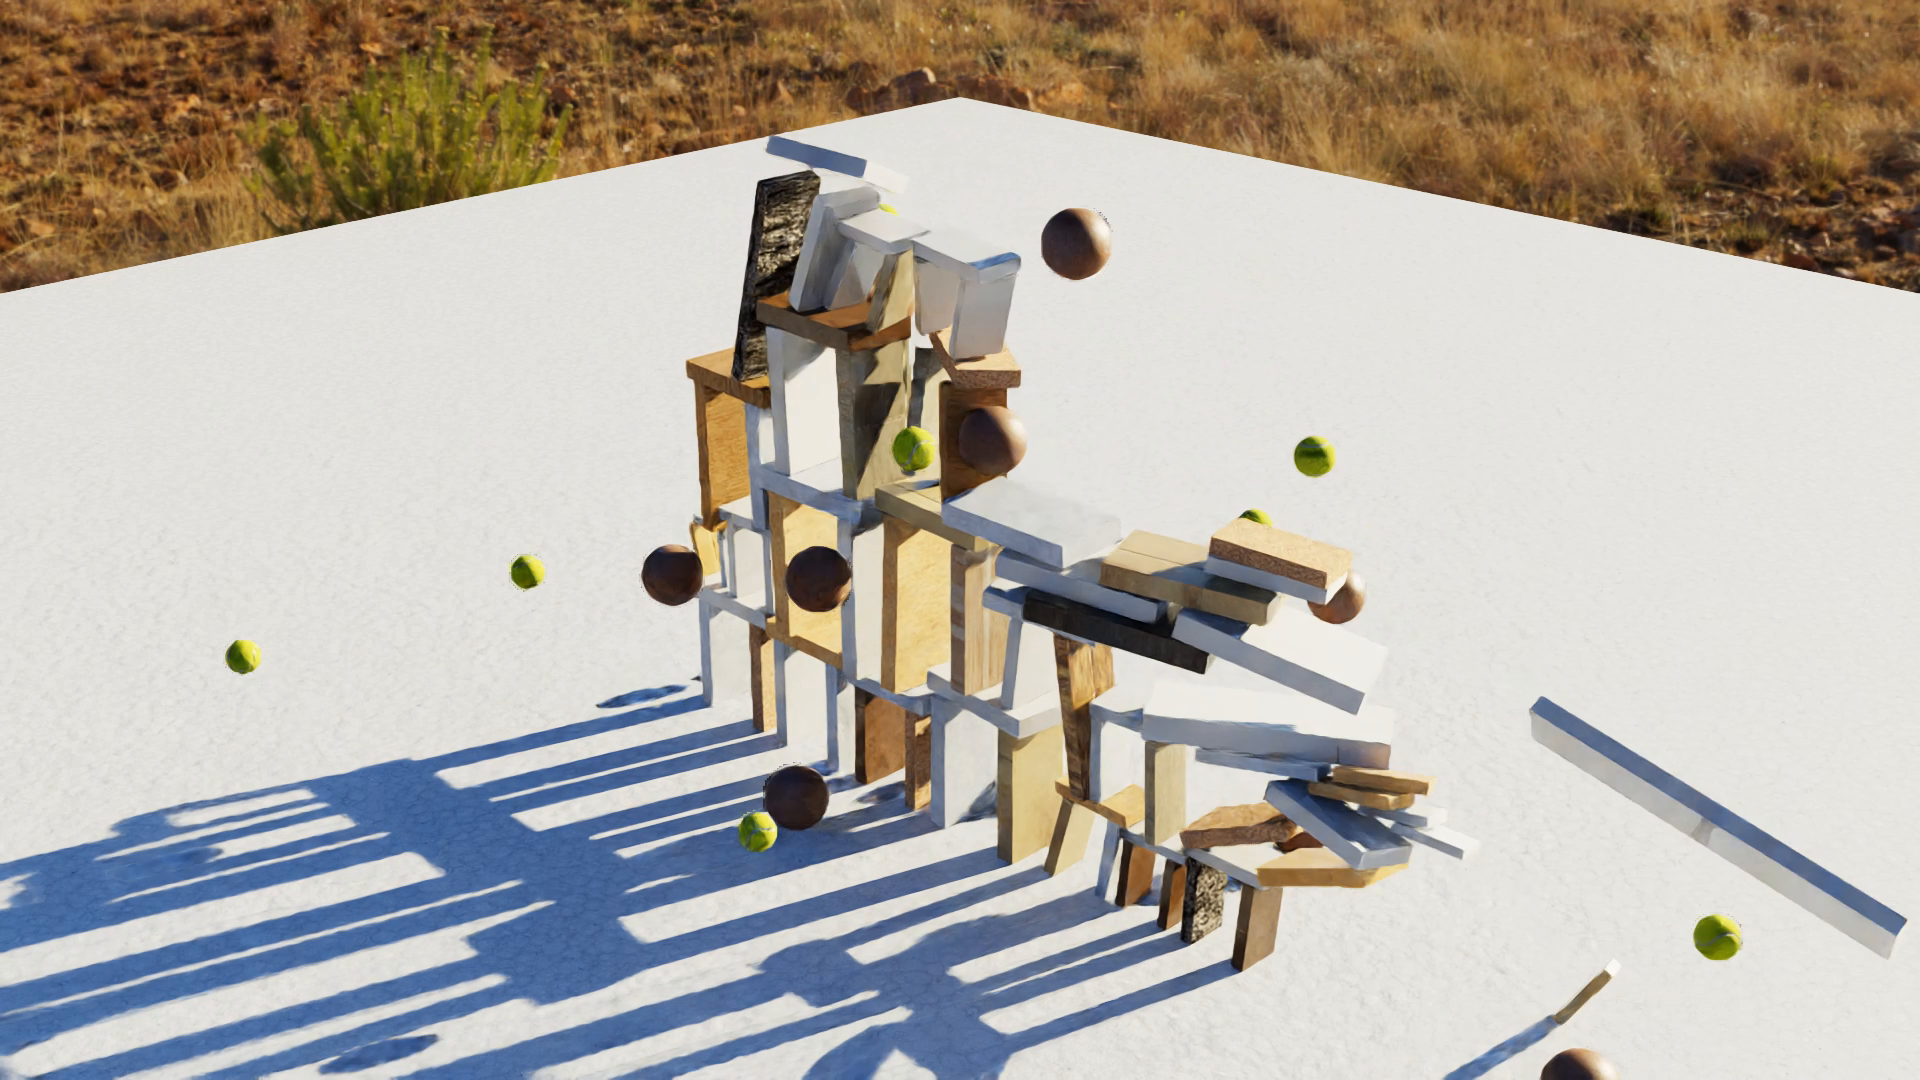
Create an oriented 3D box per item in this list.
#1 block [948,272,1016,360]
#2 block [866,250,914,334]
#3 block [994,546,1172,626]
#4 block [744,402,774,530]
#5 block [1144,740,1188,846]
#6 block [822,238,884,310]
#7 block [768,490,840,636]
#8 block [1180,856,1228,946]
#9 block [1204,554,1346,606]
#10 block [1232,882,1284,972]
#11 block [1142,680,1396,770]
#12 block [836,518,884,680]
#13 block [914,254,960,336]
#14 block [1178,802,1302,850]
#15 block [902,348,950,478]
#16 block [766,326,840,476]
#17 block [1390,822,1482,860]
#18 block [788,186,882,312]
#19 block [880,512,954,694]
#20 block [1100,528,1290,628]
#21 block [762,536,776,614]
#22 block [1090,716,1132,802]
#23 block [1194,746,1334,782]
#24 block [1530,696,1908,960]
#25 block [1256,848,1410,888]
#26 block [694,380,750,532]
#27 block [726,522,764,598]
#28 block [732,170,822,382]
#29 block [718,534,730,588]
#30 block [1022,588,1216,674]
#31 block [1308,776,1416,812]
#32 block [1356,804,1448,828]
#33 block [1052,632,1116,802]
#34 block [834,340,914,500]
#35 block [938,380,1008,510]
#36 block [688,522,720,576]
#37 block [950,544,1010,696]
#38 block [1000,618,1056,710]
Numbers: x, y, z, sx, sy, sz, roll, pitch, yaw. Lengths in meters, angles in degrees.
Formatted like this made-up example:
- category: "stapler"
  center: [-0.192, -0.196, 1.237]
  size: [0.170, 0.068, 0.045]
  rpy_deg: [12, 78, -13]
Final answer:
- category: "block"
  center: [0.040, -0.418, 4.039]
  size: [0.097, 0.194, 0.028]
  rpy_deg: [-10, 50, -18]
- category: "block"
  center: [-0.120, -0.480, 4.131]
  size: [0.026, 0.182, 0.091]
  rpy_deg: [38, 44, 20]
- category: "block"
  center: [0.234, 0.057, 3.930]
  size: [0.307, 0.043, 0.153]
  rpy_deg: [17, 30, 19]
- category: "block"
  center: [-0.374, -0.169, 4.552]
  size: [0.038, 0.270, 0.135]
  rpy_deg: [19, 30, 41]
- category: "block"
  center: [0.373, 0.441, 3.989]
  size: [0.026, 0.215, 0.090]
  rpy_deg: [20, 31, 41]
- category: "block"
  center: [-0.197, -0.523, 4.239]
  size: [0.091, 0.182, 0.026]
  rpy_deg: [-19, 61, -37]
- category: "block"
  center: [-0.316, 0.029, 4.571]
  size: [0.157, 0.314, 0.044]
  rpy_deg: [-21, 29, -40]
- category: "block"
  center: [0.448, 0.641, 4.015]
  size: [0.026, 0.182, 0.091]
  rpy_deg: [24, 33, 38]
- category: "block"
  center: [0.542, 0.050, 3.773]
  size: [0.218, 0.031, 0.109]
  rpy_deg: [16, 27, 23]
- category: "block"
  center: [0.534, 0.676, 3.933]
  size: [0.091, 0.182, 0.026]
  rpy_deg: [-21, 36, -40]
- category: "block"
  center: [0.542, 0.322, 3.849]
  size: [0.424, 0.048, 0.171]
  rpy_deg: [6, 18, 12]
- category: "block"
  center: [-0.170, 0.098, 4.437]
  size: [0.157, 0.342, 0.044]
  rpy_deg: [-22, 30, -40]
- category: "block"
  center: [-0.036, -0.473, 4.145]
  size: [0.097, 0.194, 0.028]
  rpy_deg: [-20, 56, -14]
- category: "block"
  center: [0.513, 0.500, 3.876]
  size: [0.119, 0.034, 0.238]
  rpy_deg: [-23, 6, -42]
- category: "block"
  center: [-0.046, -0.245, 4.279]
  size: [0.035, 0.248, 0.124]
  rpy_deg: [9, 4, 40]
- category: "block"
  center: [-0.311, -0.298, 4.433]
  size: [0.043, 0.304, 0.152]
  rpy_deg: [16, 28, 39]
- category: "block"
  center: [0.787, 0.491, 3.641]
  size: [0.132, 0.019, 0.066]
  rpy_deg: [20, 17, 34]
- category: "block"
  center: [-0.242, -0.559, 4.227]
  size: [0.128, 0.256, 0.036]
  rpy_deg: [-16, 54, -33]
- category: "block"
  center: [-0.085, 0.110, 4.372]
  size: [0.151, 0.371, 0.043]
  rpy_deg: [-18, 28, -42]
- category: "block"
  center: [0.416, 0.064, 3.839]
  size: [0.307, 0.043, 0.153]
  rpy_deg: [14, 29, 23]
- category: "block"
  center: [-0.374, 0.060, 4.650]
  size: [0.025, 0.176, 0.088]
  rpy_deg: [18, 30, 38]
- category: "block"
  center: [0.279, 0.386, 4.065]
  size: [0.026, 0.181, 0.090]
  rpy_deg: [19, 29, 39]
- category: "block"
  center: [0.526, 0.382, 3.806]
  size: [0.224, 0.023, 0.080]
  rpy_deg: [6, 10, 30]
- category: "block"
  center: [1.129, 0.427, 3.313]
  size: [0.611, 0.109, 0.031]
  rpy_deg: [34, 74, 29]
- category: "block"
  center: [0.635, 0.559, 3.762]
  size: [0.119, 0.034, 0.238]
  rpy_deg: [-15, 3, -40]
- category: "block"
  center: [-0.492, -0.193, 4.693]
  size: [0.135, 0.336, 0.038]
  rpy_deg: [-20, 30, -37]
- category: "block"
  center: [-0.455, 0.029, 4.724]
  size: [0.088, 0.176, 0.025]
  rpy_deg: [-20, 29, -38]
- category: "block"
  center: [-0.368, -0.523, 4.385]
  size: [0.128, 0.443, 0.036]
  rpy_deg: [-19, 46, -36]
- category: "block"
  center: [-0.494, 0.037, 4.779]
  size: [0.059, 0.119, 0.017]
  rpy_deg: [-21, 27, -40]
- category: "block"
  center: [0.302, 0.131, 3.907]
  size: [0.341, 0.048, 0.171]
  rpy_deg: [17, 30, 18]
- category: "block"
  center: [0.675, 0.425, 3.702]
  size: [0.160, 0.023, 0.080]
  rpy_deg: [8, 8, 43]
- category: "block"
  center: [0.738, 0.454, 3.671]
  size: [0.132, 0.019, 0.066]
  rpy_deg: [8, 10, 39]
- category: "block"
  center: [0.238, 0.306, 4.054]
  size: [0.114, 0.342, 0.032]
  rpy_deg: [-27, 30, -38]
- category: "block"
  center: [-0.164, -0.244, 4.297]
  size: [0.152, 0.304, 0.043]
  rpy_deg: [-20, 27, -39]
- category: "block"
  center: [0.026, -0.180, 4.149]
  size: [0.124, 0.248, 0.035]
  rpy_deg: [-8, 18, -22]
- category: "block"
  center: [-0.557, 0.014, 4.839]
  size: [0.059, 0.119, 0.017]
  rpy_deg: [-21, 15, -40]
- category: "block"
  center: [0.053, 0.136, 4.226]
  size: [0.151, 0.302, 0.043]
  rpy_deg: [-18, 28, -37]
- category: "block"
  center: [0.137, 0.200, 4.163]
  size: [0.032, 0.229, 0.114]
  rpy_deg: [28, 36, 35]
